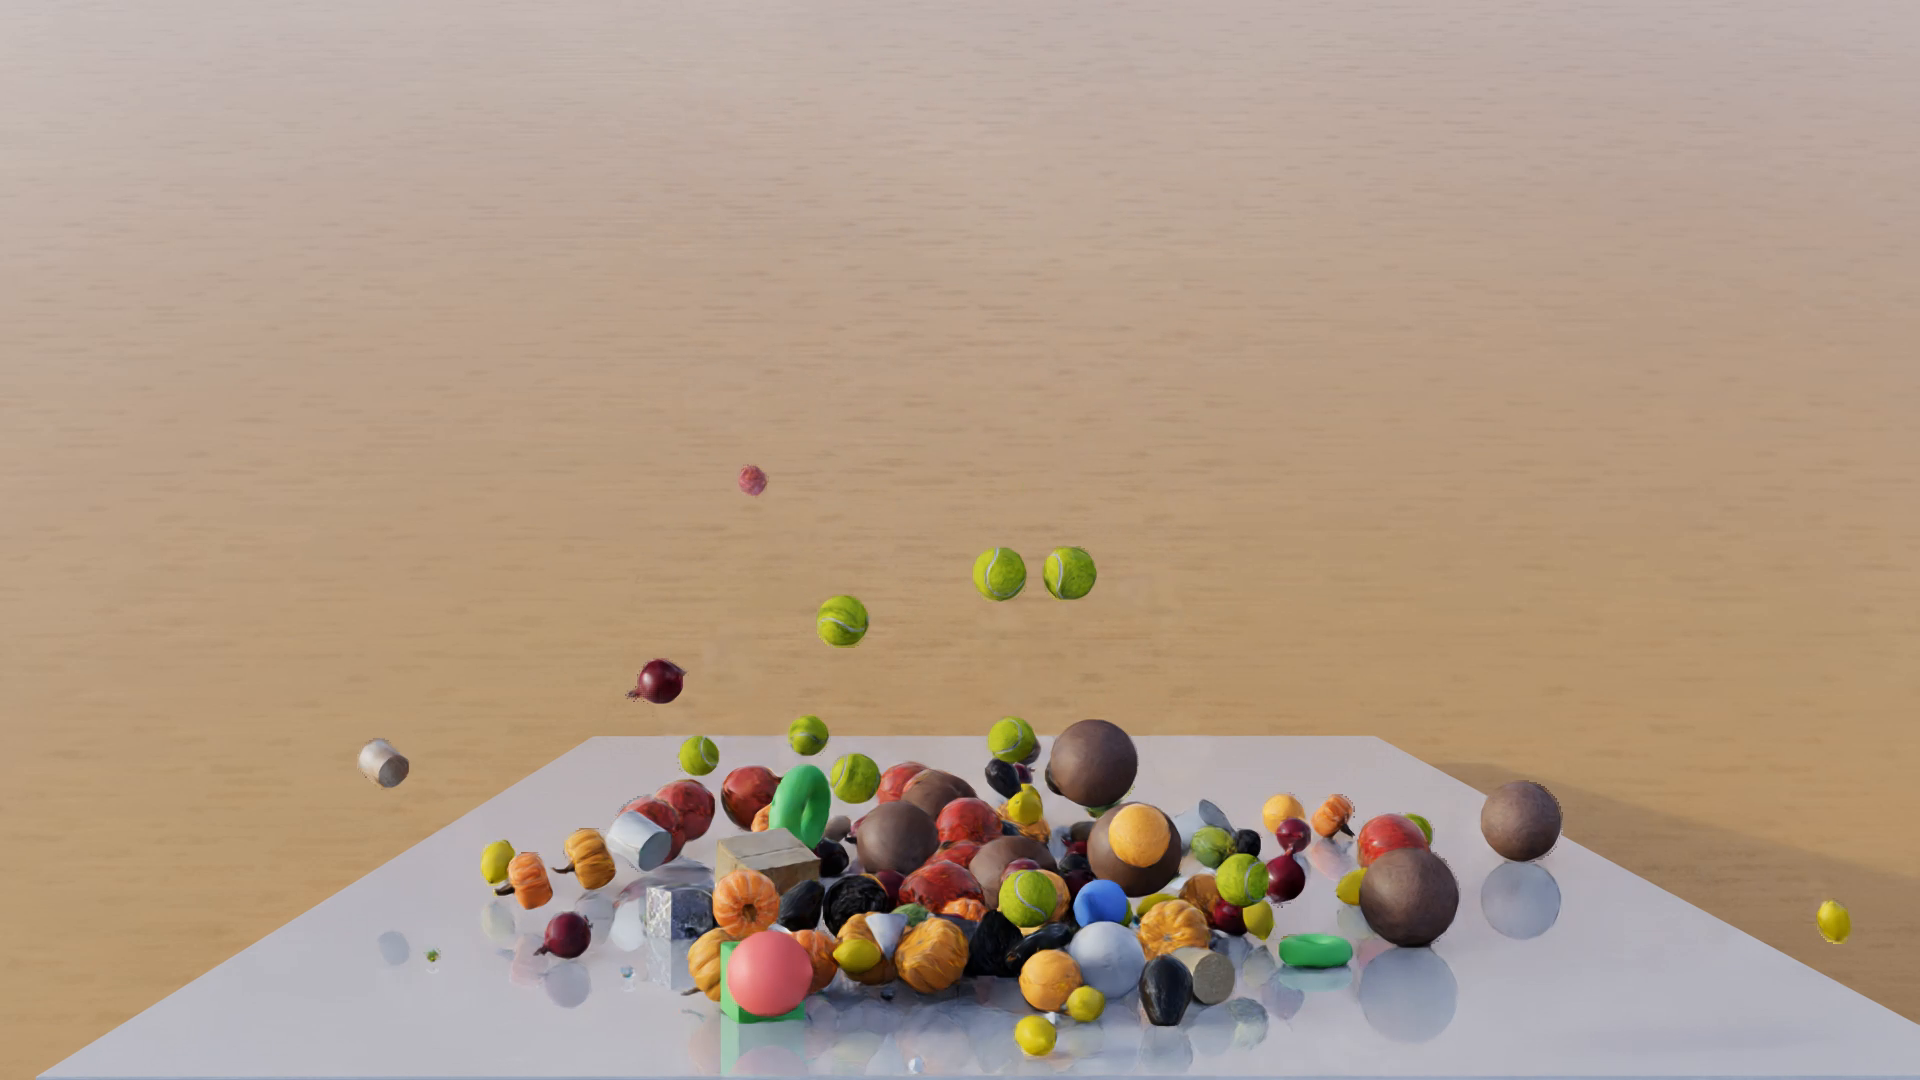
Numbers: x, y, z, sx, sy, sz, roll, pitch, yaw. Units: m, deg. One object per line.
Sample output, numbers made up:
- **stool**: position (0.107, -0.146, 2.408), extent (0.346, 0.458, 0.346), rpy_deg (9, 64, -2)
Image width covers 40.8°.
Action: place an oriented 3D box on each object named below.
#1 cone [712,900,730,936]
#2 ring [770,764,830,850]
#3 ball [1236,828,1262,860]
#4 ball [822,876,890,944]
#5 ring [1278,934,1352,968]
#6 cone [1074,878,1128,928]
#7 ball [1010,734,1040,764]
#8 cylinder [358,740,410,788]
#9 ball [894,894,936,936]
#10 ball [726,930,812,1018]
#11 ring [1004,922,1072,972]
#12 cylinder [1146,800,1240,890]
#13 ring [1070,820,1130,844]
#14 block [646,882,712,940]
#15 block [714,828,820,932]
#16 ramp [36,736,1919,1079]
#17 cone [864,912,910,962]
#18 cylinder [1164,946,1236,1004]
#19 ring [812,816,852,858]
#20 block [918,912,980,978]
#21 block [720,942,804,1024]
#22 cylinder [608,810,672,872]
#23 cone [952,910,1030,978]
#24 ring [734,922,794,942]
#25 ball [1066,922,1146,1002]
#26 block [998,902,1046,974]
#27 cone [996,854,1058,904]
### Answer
- **cone**: position (-0.327, 0.522, 3.496), extent (0.052, 0.052, 0.052), rpy_deg (-4, 28, -7)
- **ring**: position (-0.228, 0.387, 3.667), extent (0.047, 0.140, 0.140), rpy_deg (11, 30, 21)
- **ball**: position (0.469, 0.500, 4.239), extent (0.052, 0.052, 0.052), rpy_deg (0, 28, 0)
- **ball**: position (-0.137, 0.487, 3.405), extent (0.089, 0.089, 0.089), rpy_deg (0, 28, 0)
- **ring**: position (0.450, 0.520, 3.270), extent (0.094, 0.031, 0.094), rpy_deg (0, 2, 0)
- **cone**: position (0.166, 0.454, 3.252), extent (0.071, 0.071, 0.071), rpy_deg (-7, 68, 18)
- **ball**: position (0.116, 0.371, 4.585), extent (0.055, 0.055, 0.055), rpy_deg (0, 28, 0)
- **cylinder**: position (-0.951, 0.370, 4.269), extent (0.059, 0.059, 0.059), rpy_deg (-24, 39, -37)
- **ball**: position (-0.060, 0.505, 3.482), extent (0.056, 0.056, 0.056), rpy_deg (0, 28, 0)
- **ball**: position (-0.210, 0.477, 2.840), extent (0.095, 0.095, 0.095), rpy_deg (0, 28, 0)
- **ring**: position (0.091, 0.477, 3.024), extent (0.087, 0.087, 0.029), rpy_deg (-20, 72, -32)
- **cylinder**: position (0.351, 0.459, 3.889), extent (0.100, 0.100, 0.100), rpy_deg (-35, 18, 23)
- **ring**: position (0.243, 0.505, 4.472), extent (0.106, 0.035, 0.106), rpy_deg (-1, -4, 0)
- **block**: position (-0.379, 0.501, 3.489), extent (0.065, 0.065, 0.065), rpy_deg (0, 1, -37)
- **block**: position (-0.252, 0.447, 3.366), extent (0.099, 0.099, 0.099), rpy_deg (-7, 23, -31)
- **ramp**: position (0.064, 0.572, 4.614), extent (2.000, 0.100, 4.000), rpy_deg (0, 1, 0)
- **cone**: position (-0.085, 0.472, 3.049), extent (0.054, 0.054, 0.054), rpy_deg (-2, 70, -3)
- **cylinder**: position (0.280, 0.508, 3.018), extent (0.060, 0.060, 0.060), rpy_deg (-16, 8, -27)
- **ring**: position (-0.221, 0.485, 4.180), extent (0.036, 0.107, 0.107), rpy_deg (50, 43, 5)
- **block**: position (-0.009, 0.493, 3.147), extent (0.066, 0.066, 0.066), rpy_deg (13, -8, -6)
- **block**: position (-0.224, 0.500, 2.930), extent (0.077, 0.077, 0.077), rpy_deg (0, 2, -20)
- **cylinder**: position (-0.496, 0.465, 4.000), extent (0.070, 0.070, 0.070), rpy_deg (28, 39, 33)
- **cone**: position (0.023, 0.500, 3.083), extent (0.087, 0.087, 0.087), rpy_deg (-34, 14, 28)
- **ring**: position (-0.240, 0.500, 3.138), extent (0.083, 0.028, 0.083), rpy_deg (-8, 46, 9)
- **ball**: position (0.169, 0.492, 3.014), extent (0.093, 0.093, 0.093), rpy_deg (0, 28, 0)
- **block**: position (0.071, 0.490, 3.181), extent (0.058, 0.058, 0.058), rpy_deg (7, 37, 14)
- **cone**: position (0.104, 0.488, 3.625), extent (0.079, 0.079, 0.079), rpy_deg (13, 31, 25)
